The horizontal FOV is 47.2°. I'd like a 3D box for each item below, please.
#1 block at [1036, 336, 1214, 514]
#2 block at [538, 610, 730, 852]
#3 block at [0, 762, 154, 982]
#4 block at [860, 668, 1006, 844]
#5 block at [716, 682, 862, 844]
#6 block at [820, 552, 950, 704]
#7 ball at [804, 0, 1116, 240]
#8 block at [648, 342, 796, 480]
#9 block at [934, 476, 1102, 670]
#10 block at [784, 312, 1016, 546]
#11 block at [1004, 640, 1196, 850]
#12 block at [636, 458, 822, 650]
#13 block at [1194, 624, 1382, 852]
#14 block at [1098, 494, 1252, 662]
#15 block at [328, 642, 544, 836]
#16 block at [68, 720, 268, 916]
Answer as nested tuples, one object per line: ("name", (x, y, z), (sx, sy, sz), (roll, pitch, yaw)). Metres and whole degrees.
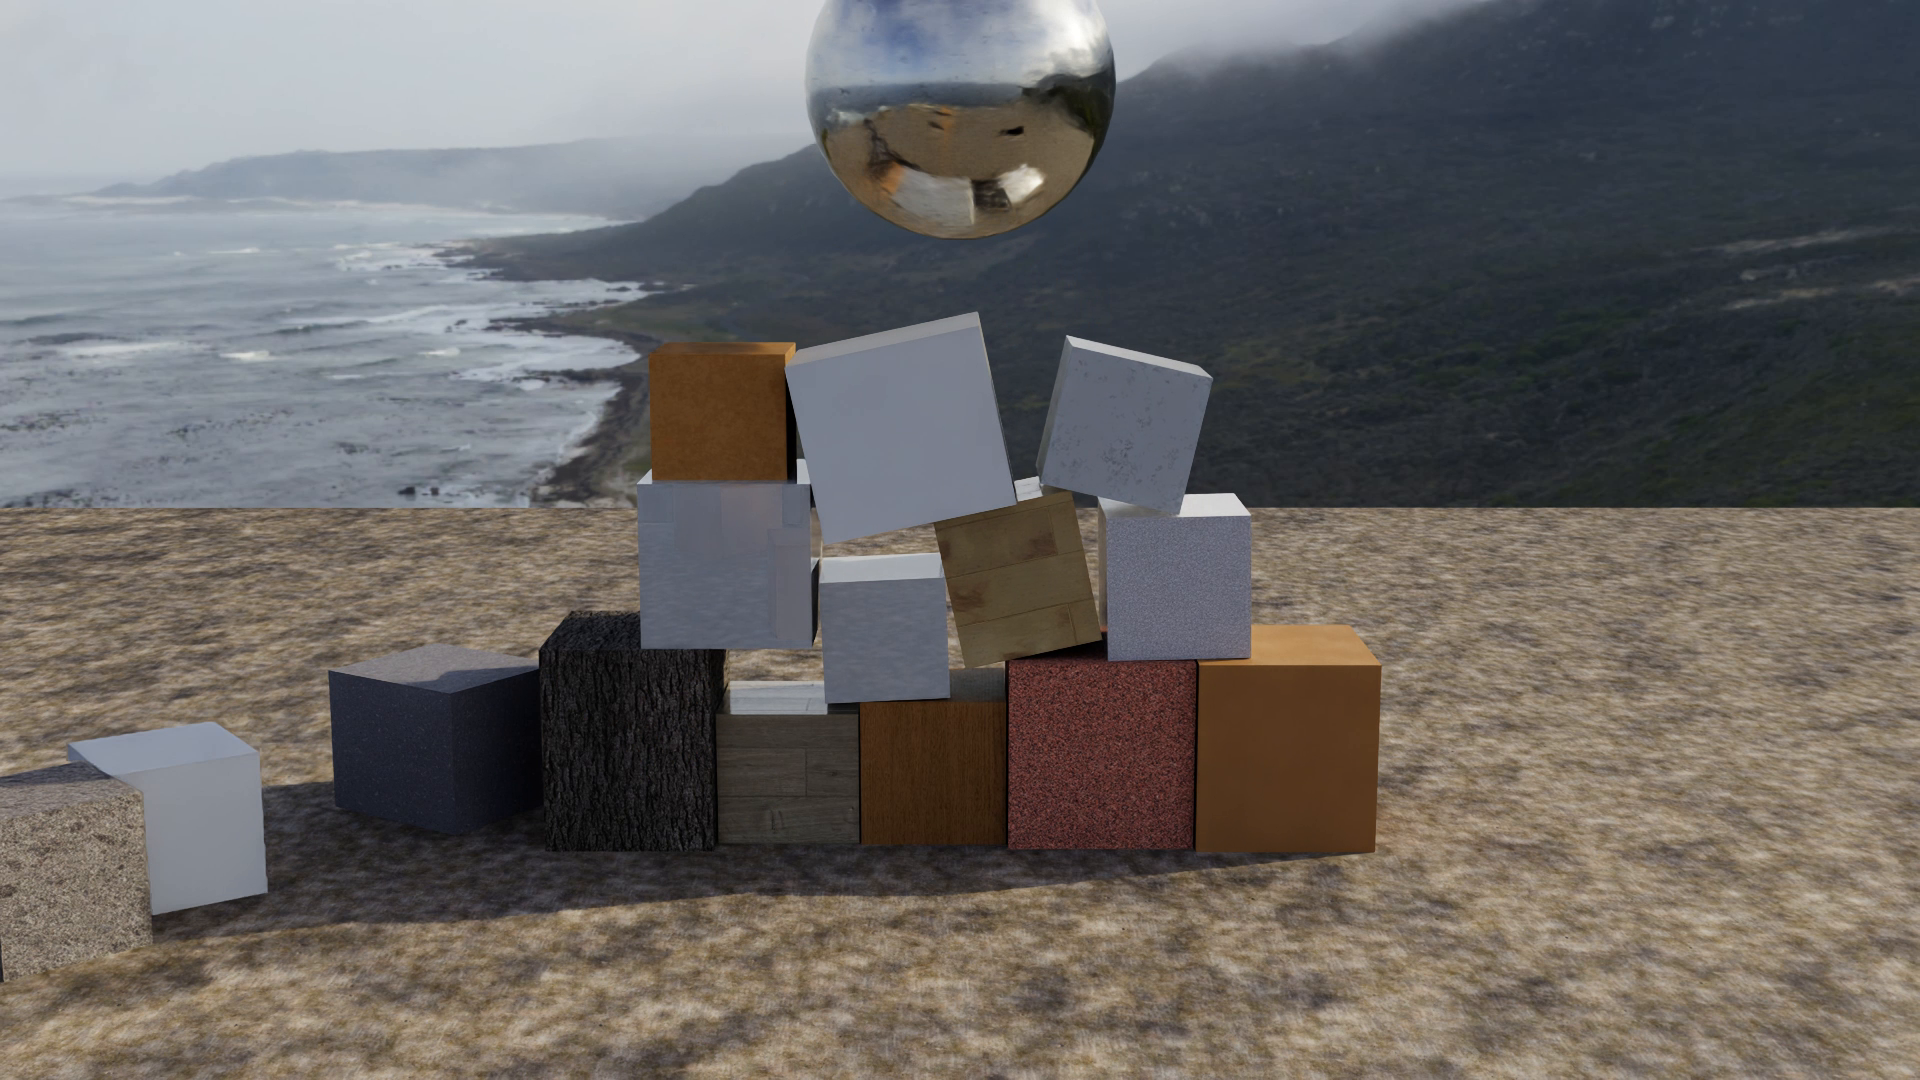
("block", (0.815, -0.591, 11.096), (0.704, 0.691, 0.684), (13, 10, -2))
("block", (-1.653, 0.967, 11.358), (0.842, 1.033, 0.918), (0, 10, 0))
("block", (-4.034, 1.441, 9.683), (0.650, 0.701, 0.659), (-10, 14, -43))
("block", (-0.134, 1.108, 11.399), (0.729, 0.741, 0.731), (0, 10, 0))
("block", (-0.865, 1.142, 11.400), (0.713, 0.674, 0.688), (0, 10, 0))
("block", (-0.384, 0.441, 11.258), (0.624, 0.614, 0.674), (-3, 10, -1))
("ball", (0.000, -2.340, 11.247), (1.600, 1.600, 1.600), (0, 10, 0))
("block", (-1.182, -0.656, 11.071), (0.664, 0.619, 0.640), (0, 10, 0))
("block", (0.277, 0.143, 11.218), (0.698, 0.773, 0.657), (-12, 10, 0))
("block", (-0.285, -0.584, 11.129), (0.963, 0.893, 0.895), (-12, 10, 2))
("block", (0.705, 1.007, 11.372), (0.927, 0.950, 0.854), (0, 10, 0))
("block", (-1.149, 0.056, 11.182), (0.841, 0.822, 0.854), (0, 10, 0))
("block", (1.625, 1.006, 11.348), (0.896, 0.960, 0.912), (0, 10, 0))
("block", (1.083, 0.180, 11.211), (0.712, 0.720, 0.682), (-1, 10, 0))
("block", (-2.742, 1.042, 11.746), (0.908, 0.748, 0.776), (7, 12, 33))
("block", (-3.752, 1.315, 10.408), (0.686, 0.689, 0.686), (-7, 13, -35))
